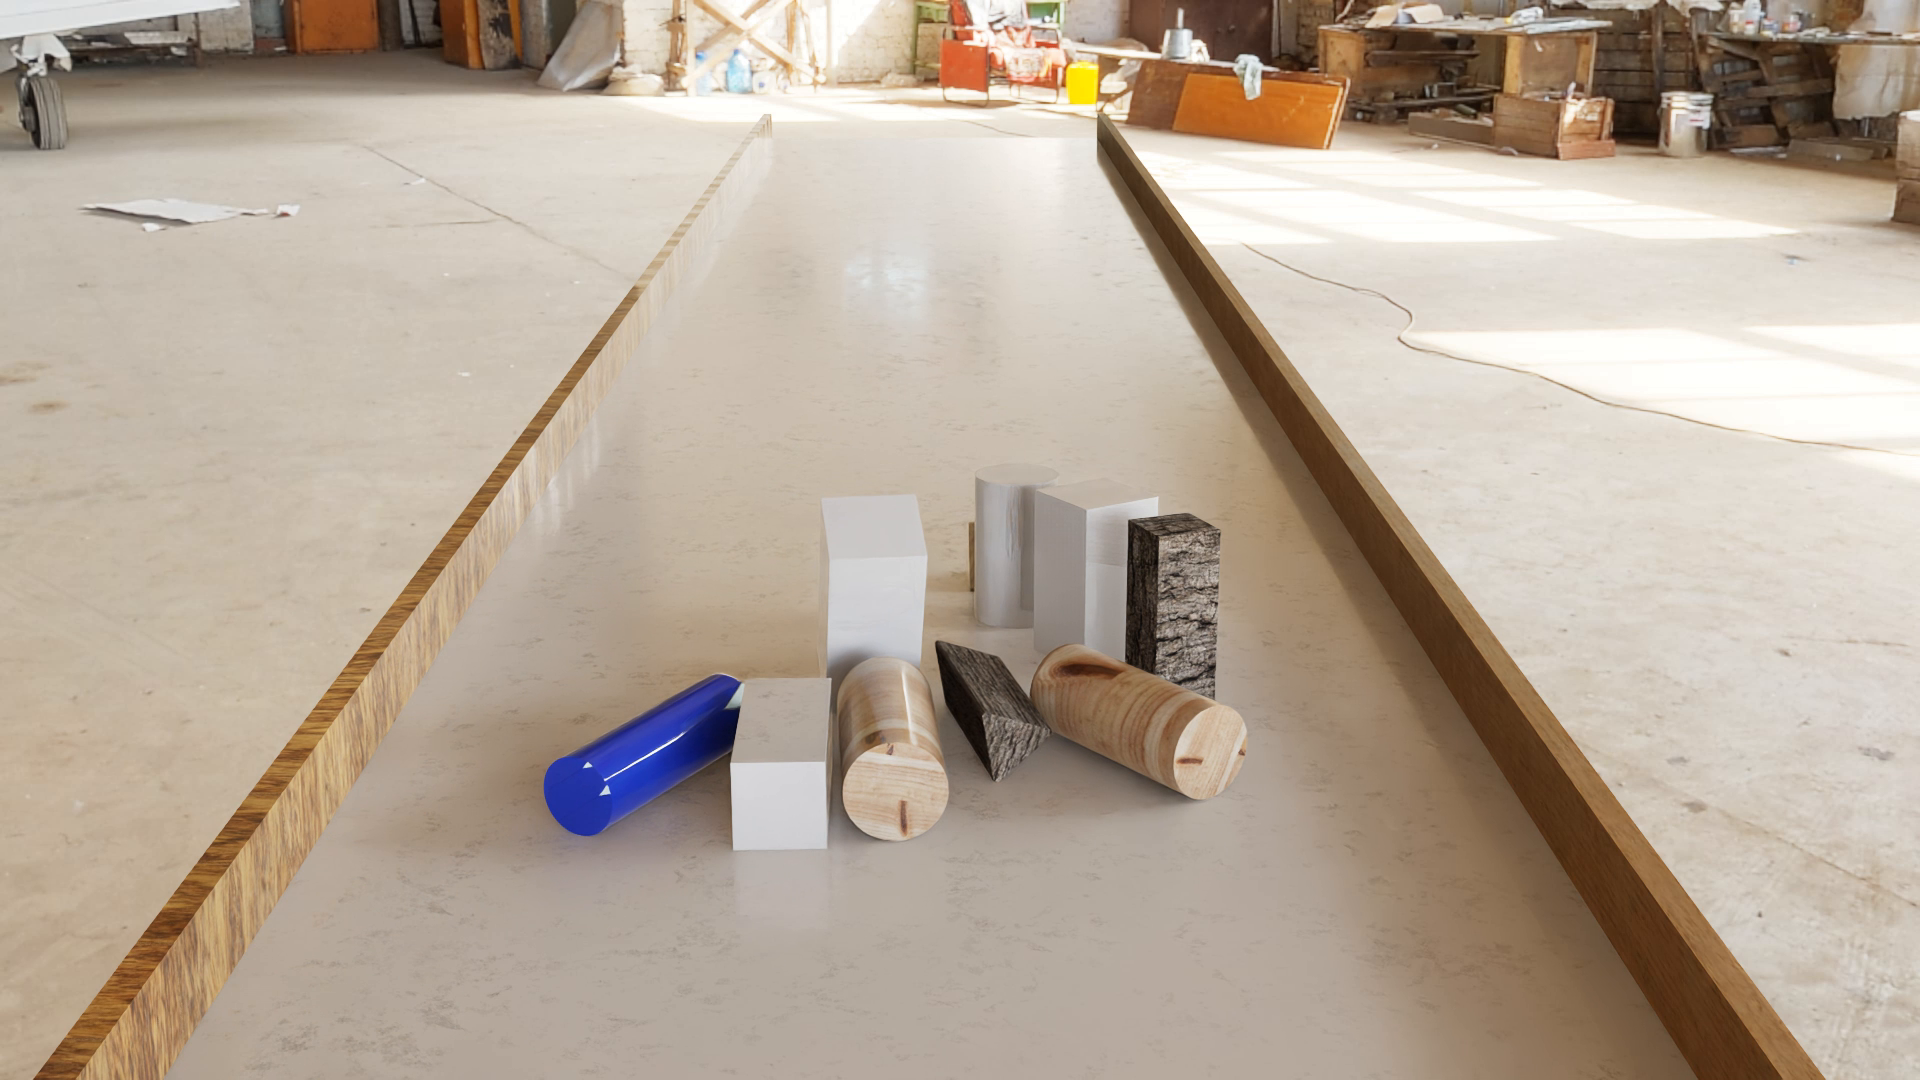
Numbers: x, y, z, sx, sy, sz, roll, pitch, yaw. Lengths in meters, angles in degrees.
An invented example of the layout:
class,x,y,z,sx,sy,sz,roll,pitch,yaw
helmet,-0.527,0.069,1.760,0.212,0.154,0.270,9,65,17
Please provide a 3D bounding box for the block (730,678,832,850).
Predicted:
class,x,y,z,sx,sy,sz,roll,pitch,yaw
block,-0.296,0.372,3.712,0.151,0.151,0.388,-1,17,-2

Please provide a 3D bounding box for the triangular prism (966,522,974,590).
class,x,y,z,sx,sy,sz,roll,pitch,yaw
triangular prism,0.238,0.021,4.906,0.440,0.135,0.156,-1,17,-3

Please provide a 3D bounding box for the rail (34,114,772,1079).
class,x,y,z,sx,sy,sz,roll,pitch,yaw
rail,-1.118,-0.838,7.780,0.050,0.150,12.000,0,17,-1

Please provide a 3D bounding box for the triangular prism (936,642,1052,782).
class,x,y,z,sx,sy,sz,roll,pitch,yaw
triangular prism,0.033,0.283,3.970,0.132,0.114,0.388,-42,21,1

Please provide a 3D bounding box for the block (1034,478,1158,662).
class,x,y,z,sx,sy,sz,roll,pitch,yaw
block,0.270,0.069,4.406,0.174,0.336,0.174,-10,20,-31

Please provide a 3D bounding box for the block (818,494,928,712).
class,x,y,z,sx,sy,sz,roll,pitch,yaw
block,-0.167,0.121,4.089,0.175,0.379,0.175,-2,40,-8

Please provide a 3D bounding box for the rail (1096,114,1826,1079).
class,x,y,z,sx,sy,sz,roll,pitch,yaw
rail,0.932,-0.844,7.801,0.050,0.150,12.000,0,17,-1

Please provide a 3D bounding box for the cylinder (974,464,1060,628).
class,x,y,z,sx,sy,sz,roll,pitch,yaw
cylinder,0.119,0.011,4.643,0.177,0.312,0.177,0,17,0

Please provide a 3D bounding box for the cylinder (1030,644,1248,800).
class,x,y,z,sx,sy,sz,roll,pitch,yaw
cylinder,0.309,0.315,3.876,0.167,0.167,0.394,-12,20,-34

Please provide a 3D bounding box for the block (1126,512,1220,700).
class,x,y,z,sx,sy,sz,roll,pitch,yaw
block,0.398,0.141,4.134,0.127,0.353,0.127,-7,18,-21

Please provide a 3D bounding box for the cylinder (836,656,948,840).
class,x,y,z,sx,sy,sz,roll,pitch,yaw
cylinder,-0.120,0.349,3.753,0.172,0.172,0.413,-1,17,-4

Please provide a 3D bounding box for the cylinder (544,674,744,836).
class,x,y,z,sx,sy,sz,roll,pitch,yaw
cylinder,-0.522,0.361,3.770,0.137,0.137,0.443,8,18,26
